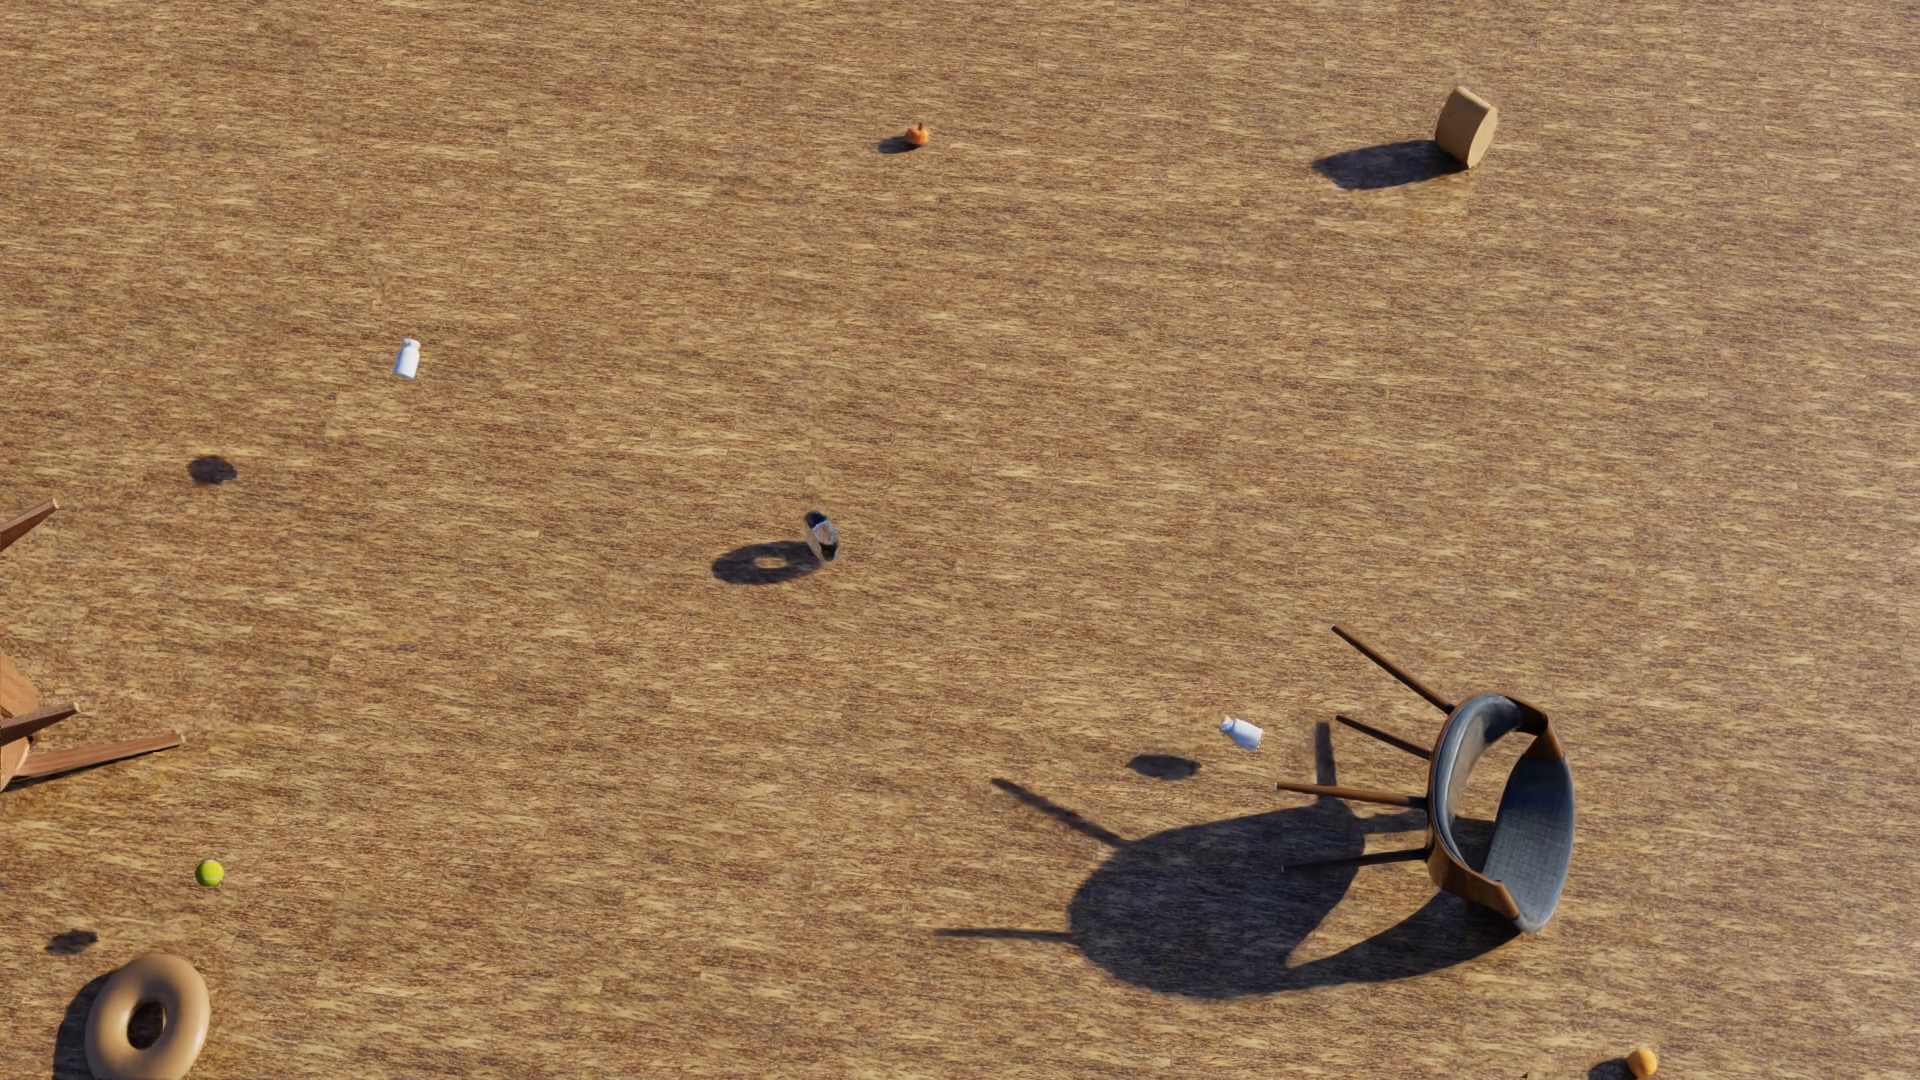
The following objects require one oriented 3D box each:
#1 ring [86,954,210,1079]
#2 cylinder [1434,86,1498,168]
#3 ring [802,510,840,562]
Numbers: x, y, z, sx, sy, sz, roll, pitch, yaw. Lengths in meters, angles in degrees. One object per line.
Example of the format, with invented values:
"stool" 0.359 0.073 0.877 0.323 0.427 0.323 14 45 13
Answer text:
"ring" -2.092 1.248 5.659 0.349 0.075 0.407 -28 53 -1
"cylinder" 1.690 -1.381 7.348 0.128 0.252 0.144 -36 62 -27
"ring" -0.408 -0.011 6.476 0.057 0.176 0.156 -28 54 -20
